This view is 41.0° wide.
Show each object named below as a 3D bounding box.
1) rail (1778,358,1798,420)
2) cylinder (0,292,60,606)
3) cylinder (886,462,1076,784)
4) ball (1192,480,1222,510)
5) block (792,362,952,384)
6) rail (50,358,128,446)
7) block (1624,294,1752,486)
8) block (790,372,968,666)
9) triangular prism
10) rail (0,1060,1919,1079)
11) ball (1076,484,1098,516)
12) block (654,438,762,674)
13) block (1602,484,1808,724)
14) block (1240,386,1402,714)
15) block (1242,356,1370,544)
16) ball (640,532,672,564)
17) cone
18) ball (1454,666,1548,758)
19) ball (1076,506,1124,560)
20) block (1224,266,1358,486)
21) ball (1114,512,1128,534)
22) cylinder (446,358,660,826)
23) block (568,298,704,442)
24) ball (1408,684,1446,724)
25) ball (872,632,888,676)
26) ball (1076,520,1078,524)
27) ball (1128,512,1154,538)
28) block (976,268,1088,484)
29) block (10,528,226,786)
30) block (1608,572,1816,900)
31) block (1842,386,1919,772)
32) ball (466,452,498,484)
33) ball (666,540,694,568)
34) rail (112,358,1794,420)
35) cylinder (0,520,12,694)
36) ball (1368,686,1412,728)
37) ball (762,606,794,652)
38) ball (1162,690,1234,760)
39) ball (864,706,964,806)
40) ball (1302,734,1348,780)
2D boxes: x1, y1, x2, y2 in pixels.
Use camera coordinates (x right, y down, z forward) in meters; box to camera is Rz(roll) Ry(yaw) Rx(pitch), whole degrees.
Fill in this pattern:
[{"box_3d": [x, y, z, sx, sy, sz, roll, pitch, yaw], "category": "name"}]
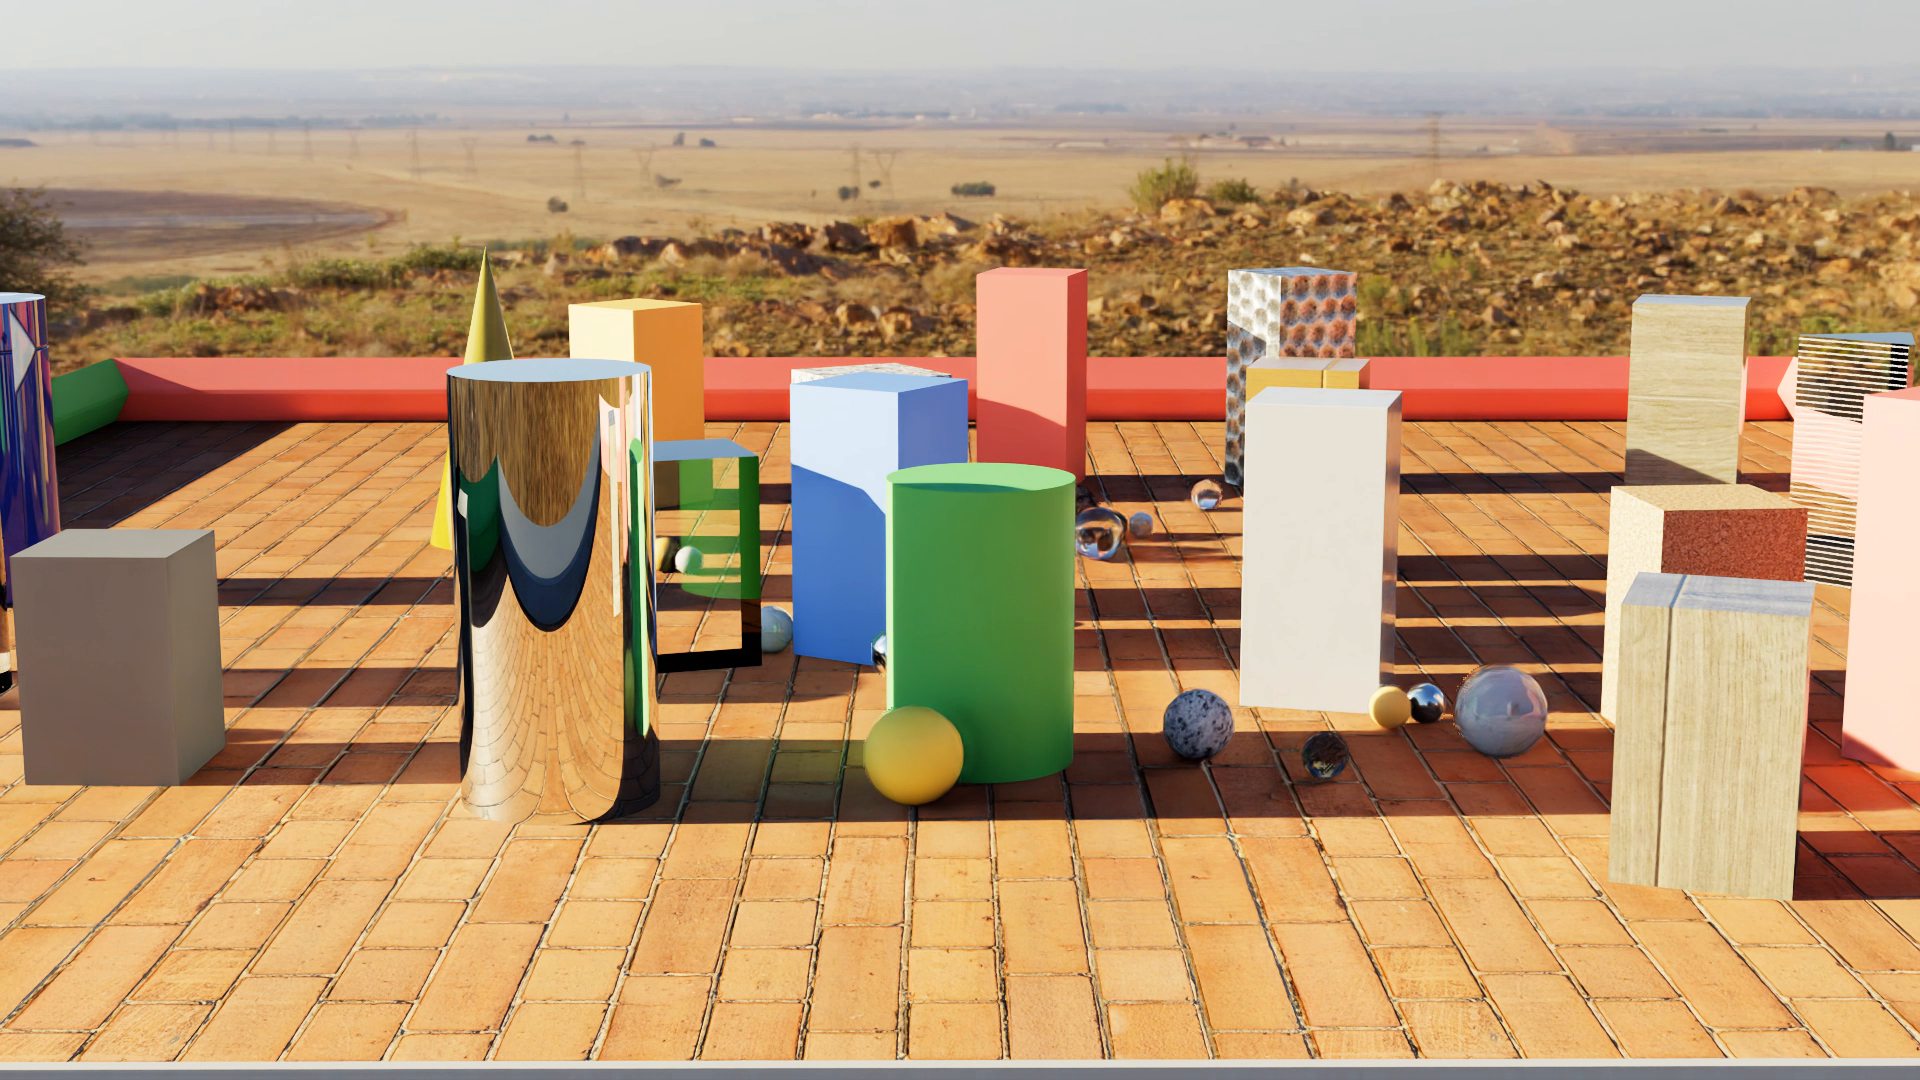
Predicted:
[{"box_3d": [1.720, 0.031, 3.458, 0.045, 0.129, 3.824, 0, 10, 0], "category": "rail"}, {"box_3d": [-1.356, -0.127, 3.546, 0.199, 0.412, 0.199, 0, 10, 0], "category": "cylinder"}, {"box_3d": [0.022, 0.083, 2.707, 0.199, 0.303, 0.199, 0, 10, 0], "category": "cylinder"}, {"box_3d": [0.409, -0.075, 4.257, 0.049, 0.049, 0.049, 0, 10, 0], "category": "ball"}, {"box_3d": [-0.119, -0.068, 3.473, 0.159, 0.321, 0.159, -6, 12, -30], "category": "block"}, {"box_3d": [-1.720, 0.035, 3.439, 0.045, 0.129, 3.824, 0, 10, 0], "category": "rail"}, {"box_3d": [1.089, -0.169, 3.849, 0.159, 0.382, 0.159, 4, 11, 19], "category": "block"}, {"box_3d": [-0.100, -0.029, 3.210, 0.159, 0.340, 0.159, 7, 12, 32], "category": "block"}, {"box_3d": [1.300, -0.116, 3.651, 0.149, 0.350, 0.172, -9, 14, -41], "category": "triangular prism"}, {"box_3d": [0.011, 0.377, 1.592, 3.488, 0.129, 0.045, 0, 10, 0], "category": "rail"}, {"box_3d": [0.173, -0.046, 3.999, 0.086, 0.086, 0.086, 0, 10, 0], "category": "ball"}, {"box_3d": [-0.344, 0.017, 3.179, 0.159, 0.260, 0.159, -4, 11, -19], "category": "block"}, {"box_3d": [0.815, 0.082, 2.822, 0.159, 0.263, 0.159, -1, 11, -6], "category": "block"}, {"box_3d": [0.420, 0.008, 2.979, 0.159, 0.351, 0.159, 3, 11, 15], "category": "block"}, {"box_3d": [0.504, -0.106, 3.732, 0.159, 0.302, 0.159, 3, 11, 14], "category": "block"}, {"box_3d": [-0.449, 0.012, 3.790, 0.049, 0.049, 0.049, 0, 10, 0], "category": "ball"}, {"box_3d": [-0.723, -0.224, 3.950, 0.199, 0.454, 0.199, 0, 10, 0], "category": "cone"}, {"box_3d": [0.576, 0.183, 2.734, 0.098, 0.098, 0.098, 0, 10, 0], "category": "ball"}, {"box_3d": [0.205, -0.010, 3.824, 0.080, 0.080, 0.080, 0, 10, 0], "category": "ball"}, {"box_3d": [0.575, -0.281, 4.475, 0.159, 0.375, 0.159, -5, 12, -27], "category": "block"}, {"box_3d": [0.239, -0.022, 3.987, 0.044, 0.044, 0.044, 0, 10, 0], "category": "ball"}, {"box_3d": [-0.402, 0.046, 2.548, 0.199, 0.433, 0.199, 0, 10, 0], "category": "cylinder"}, {"box_3d": [-0.550, -0.239, 4.382, 0.159, 0.327, 0.159, 9, 14, 40], "category": "block"}, {"box_3d": [0.521, 0.183, 2.875, 0.045, 0.045, 0.045, 0, 10, 0], "category": "ball"}, {"box_3d": [-0.077, 0.137, 3.090, 0.057, 0.057, 0.057, 0, 10, 0], "category": "ball"}, {"box_3d": [0.131, -0.028, 3.885, 0.093, 0.093, 0.093, 0, 10, 0], "category": "ball"}, {"box_3d": [0.283, -0.024, 4.007, 0.040, 0.040, 0.040, 0, 10, 0], "category": "ball"}, {"box_3d": [0.127, -0.282, 4.486, 0.159, 0.373, 0.159, 3, 11, 15], "category": "block"}, {"box_3d": [-0.877, 0.120, 2.683, 0.159, 0.238, 0.159, 0, 10, 1], "category": "block"}, {"box_3d": [0.687, 0.174, 2.342, 0.159, 0.256, 0.159, 4, 11, 20], "category": "block"}, {"box_3d": [1.053, 0.041, 2.699, 0.159, 0.388, 0.159, -9, 14, -41], "category": "block"}, {"box_3d": [-0.841, -0.126, 4.511, 0.057, 0.057, 0.057, 0, 10, 0], "category": "ball"}, {"box_3d": [-0.410, 0.020, 3.768, 0.040, 0.040, 0.040, 0, 10, 0], "category": "ball"}, {"box_3d": [-0.011, -0.310, 5.306, 3.488, 0.129, 0.045, 0, 10, 0], "category": "rail"}, {"box_3d": [-1.224, 0.012, 2.998, 0.199, 0.337, 0.199, 0, 10, 0], "category": "cylinder"}, {"box_3d": [0.478, 0.186, 2.853, 0.047, 0.047, 0.047, 0, 10, 0], "category": "ball"}, {"box_3d": [-0.237, 0.112, 3.220, 0.059, 0.059, 0.059, 0, 10, 0], "category": "ball"}, {"box_3d": [0.252, 0.196, 2.723, 0.075, 0.075, 0.075, 0, 10, 0], "category": "ball"}, {"box_3d": [-0.045, 0.214, 2.557, 0.099, 0.099, 0.099, 0, 10, 0], "category": "ball"}, {"box_3d": [0.377, 0.223, 2.650, 0.048, 0.048, 0.048, 0, 10, 0], "category": "ball"}]
